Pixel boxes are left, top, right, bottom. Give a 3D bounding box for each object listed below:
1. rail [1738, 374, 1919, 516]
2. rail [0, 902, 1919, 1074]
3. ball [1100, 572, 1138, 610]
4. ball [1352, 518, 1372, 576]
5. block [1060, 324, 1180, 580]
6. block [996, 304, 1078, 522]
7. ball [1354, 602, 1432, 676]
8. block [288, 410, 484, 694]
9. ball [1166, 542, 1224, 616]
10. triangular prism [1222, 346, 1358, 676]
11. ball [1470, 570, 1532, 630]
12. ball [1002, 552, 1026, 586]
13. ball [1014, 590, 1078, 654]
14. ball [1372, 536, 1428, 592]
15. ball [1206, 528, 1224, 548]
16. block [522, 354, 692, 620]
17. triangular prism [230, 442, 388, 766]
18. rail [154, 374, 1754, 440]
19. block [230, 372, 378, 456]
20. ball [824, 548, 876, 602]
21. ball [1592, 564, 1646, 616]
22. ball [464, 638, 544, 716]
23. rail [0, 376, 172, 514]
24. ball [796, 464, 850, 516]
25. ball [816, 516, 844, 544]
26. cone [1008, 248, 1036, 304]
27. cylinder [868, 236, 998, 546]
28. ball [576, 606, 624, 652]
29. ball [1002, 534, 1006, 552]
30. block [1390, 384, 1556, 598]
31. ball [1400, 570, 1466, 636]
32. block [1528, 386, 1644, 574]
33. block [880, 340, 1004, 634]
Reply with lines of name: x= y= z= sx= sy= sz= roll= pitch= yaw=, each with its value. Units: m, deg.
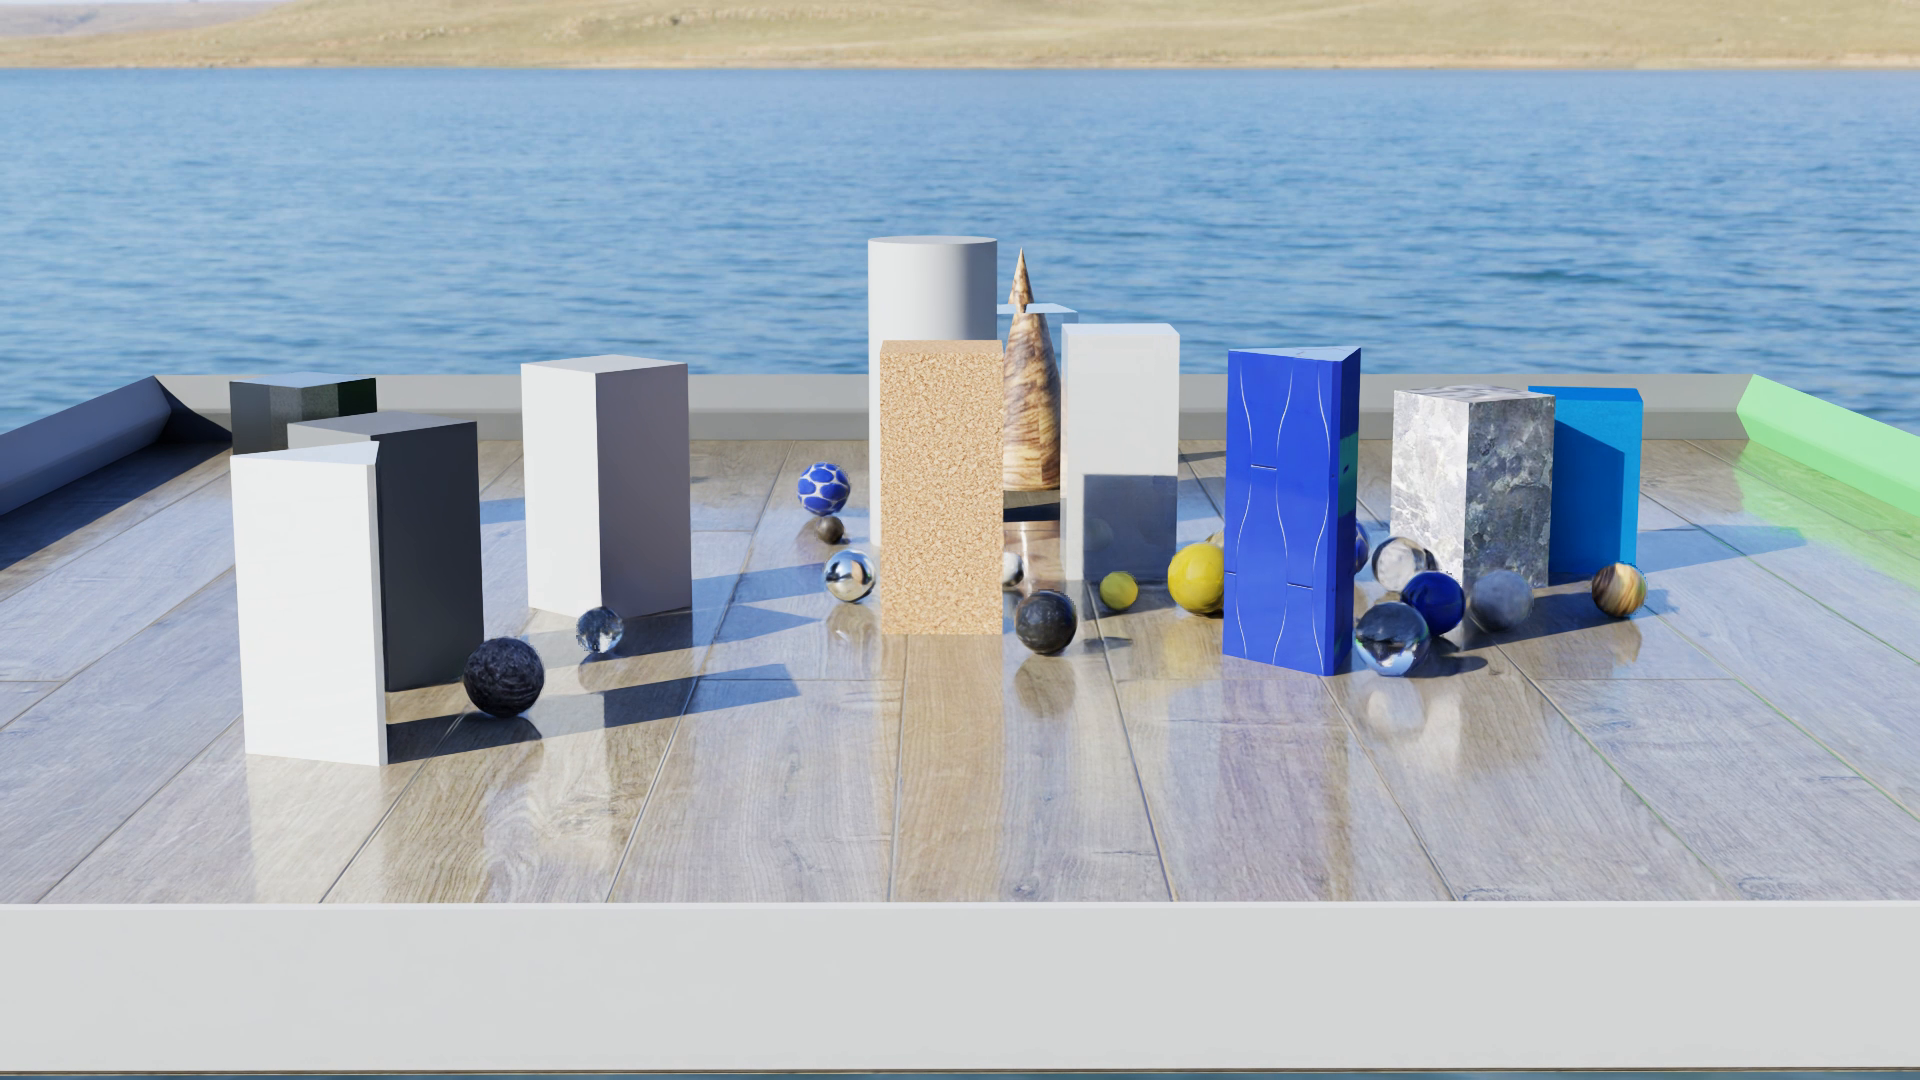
rail: x=1.544 y=0.031 z=3.458 sx=0.045 sy=0.128 sz=3.222 roll=0 pitch=10 yaw=0
rail: x=0.009 y=0.322 z=1.888 sx=3.136 sy=0.128 sz=0.045 roll=0 pitch=10 yaw=0
ball: x=0.214 y=0.069 z=3.469 sx=0.051 sy=0.051 sz=0.051 roll=0 pitch=10 yaw=0
ball: x=0.541 y=0.009 z=3.675 sx=0.094 sy=0.094 sz=0.094 roll=0 pitch=10 yaw=0
block: x=0.229 y=-0.131 z=3.722 sx=0.157 sy=0.352 sz=0.157 roll=0 pitch=11 yaw=-1
block: x=0.096 y=-0.209 z=4.188 sx=0.157 sy=0.337 sz=0.157 roll=-2 pitch=11 yaw=-12
ball: x=0.522 y=0.119 z=3.093 sx=0.091 sy=0.091 sz=0.091 roll=0 pitch=10 yaw=0
block: x=-0.689 y=0.010 z=3.087 sx=0.157 sy=0.306 sz=0.157 roll=9 pitch=14 yaw=39
ball: x=0.326 y=0.052 z=3.434 sx=0.098 sy=0.098 sz=0.098 roll=0 pitch=10 yaw=0
triangular prism: x=0.441 y=-0.044 z=3.171 sx=0.147 sy=0.382 sz=0.170 roll=-10 pitch=14 yaw=-42
ball: x=0.704 y=0.078 z=3.345 sx=0.079 sy=0.079 sz=0.079 roll=0 pitch=10 yaw=0
ball: x=0.068 y=0.041 z=3.626 sx=0.049 sy=0.049 sz=0.049 roll=0 pitch=10 yaw=0
ball: x=0.108 y=0.103 z=3.210 sx=0.079 sy=0.079 sz=0.079 roll=0 pitch=10 yaw=0
ball: x=0.614 y=0.034 z=3.585 sx=0.078 sy=0.078 sz=0.078 roll=0 pitch=10 yaw=0
ball: x=0.379 y=0.030 z=3.550 sx=0.098 sy=0.098 sz=0.098 roll=0 pitch=10 yaw=0
block: x=-0.476 y=-0.073 z=3.467 sx=0.157 sy=0.332 sz=0.157 roll=10 pitch=14 yaw=43
triangular prism: x=-0.663 y=0.062 z=2.767 sx=0.170 sy=0.321 sz=0.147 roll=4 pitch=11 yaw=19
rail: x=-0.009 y=-0.256 z=5.010 sx=3.136 sy=0.128 sz=0.045 roll=0 pitch=10 yaw=0
block: x=-1.027 y=-0.132 z=4.032 sx=0.157 sy=0.242 sz=0.157 roll=7 pitch=12 yaw=32
ball: x=-0.150 y=0.049 z=3.521 sx=0.073 sy=0.073 sz=0.073 roll=0 pitch=10 yaw=0
ball: x=0.880 y=0.066 z=3.429 sx=0.071 sy=0.071 sz=0.071 roll=0 pitch=10 yaw=0
ball: x=-0.516 y=0.155 z=2.900 sx=0.090 sy=0.090 sz=0.090 roll=0 pitch=10 yaw=0
rail: x=-1.544 y=0.034 z=3.440 sx=0.045 sy=0.128 sz=3.222 roll=0 pitch=10 yaw=0
ball: x=-0.223 y=-0.083 z=4.191 sx=0.086 sy=0.086 sz=0.086 roll=0 pitch=10 yaw=0
ball: x=-0.201 y=-0.017 z=3.952 sx=0.044 sy=0.044 sz=0.044 roll=0 pitch=10 yaw=0
cone: x=0.109 y=-0.316 z=4.557 sx=0.197 sy=0.411 sz=0.197 roll=0 pitch=10 yaw=0
cylinder: x=-0.042 y=-0.228 z=3.939 sx=0.197 sy=0.464 sz=0.197 roll=0 pitch=10 yaw=0
ball: x=-0.451 y=0.112 z=3.219 sx=0.058 sy=0.058 sz=0.058 roll=0 pitch=10 yaw=0
ball: x=0.032 y=0.002 z=3.775 sx=0.072 sy=0.072 sz=0.072 roll=0 pitch=10 yaw=0
block: x=0.722 y=-0.072 z=3.626 sx=0.157 sy=0.272 sz=0.157 roll=-6 pitch=12 yaw=-29
ball: x=0.610 y=0.082 z=3.310 sx=0.084 sy=0.084 sz=0.084 roll=0 pitch=10 yaw=0
block: x=0.913 y=-0.090 z=3.775 sx=0.157 sy=0.253 sz=0.157 roll=2 pitch=11 yaw=11
block: x=-0.023 y=-0.072 z=3.367 sx=0.157 sy=0.365 sz=0.157 roll=0 pitch=10 yaw=0
